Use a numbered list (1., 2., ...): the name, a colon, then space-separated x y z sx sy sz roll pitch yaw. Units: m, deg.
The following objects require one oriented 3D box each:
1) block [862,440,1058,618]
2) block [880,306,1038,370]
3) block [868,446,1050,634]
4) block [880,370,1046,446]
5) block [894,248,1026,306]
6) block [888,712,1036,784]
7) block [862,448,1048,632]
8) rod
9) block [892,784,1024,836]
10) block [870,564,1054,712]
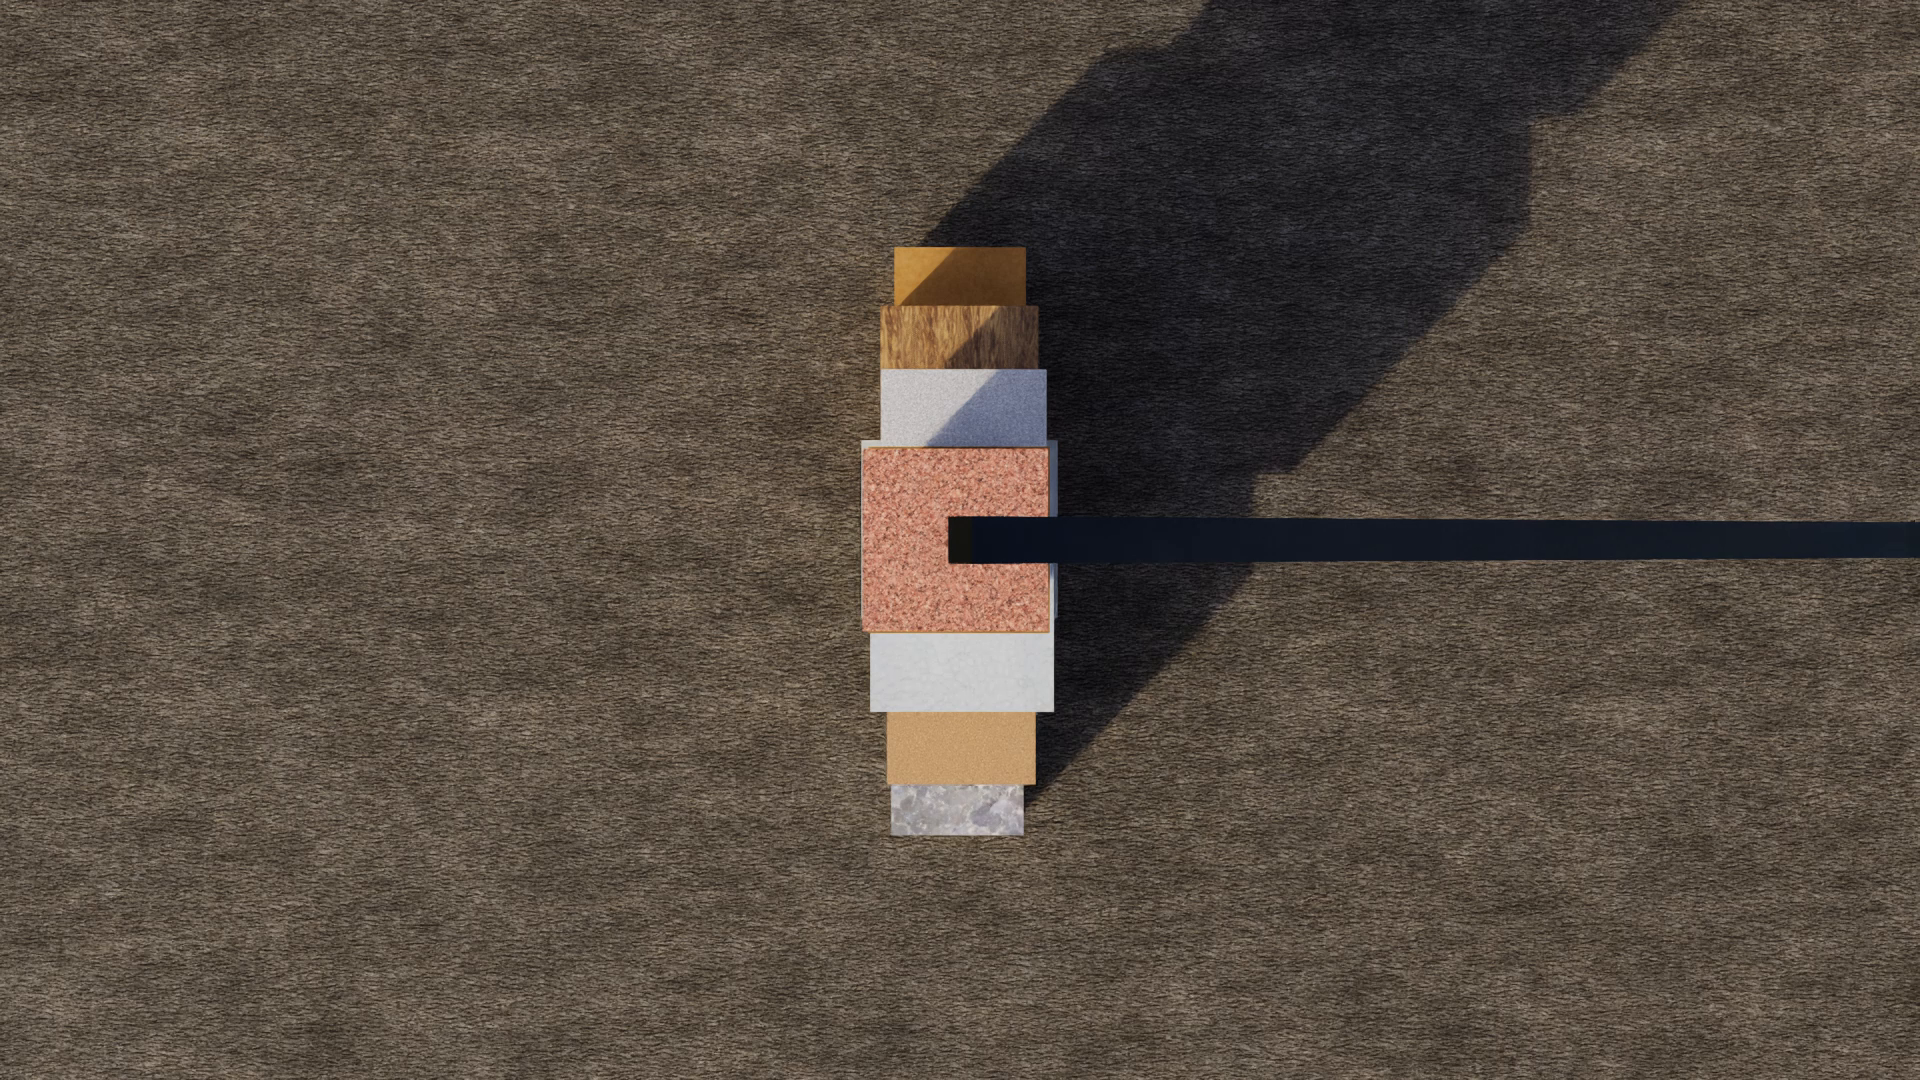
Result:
1. block: -0.003 -0.055 11.532 0.984 1.001 0.891 0 90 0
2. block: -0.003 -0.869 11.878 0.826 0.715 0.717 0 90 0
3. block: -0.003 0.000 9.138 0.719 0.820 0.741 0 90 0
4. block: 0.018 -0.421 10.656 0.774 0.752 0.754 0 90 0
5. block: 0.002 -1.254 12.621 0.731 0.758 0.754 0 90 0
6. block: 0.006 0.822 11.598 0.752 0.873 0.826 0 91 0
7. block: -0.016 0.000 7.827 0.636 0.591 0.625 0 90 0
8. rod: 2.234 0.000 5.049 5.200 0.080 0.080 0 90 -31
9. block: -0.015 1.198 12.573 0.730 0.854 0.866 0 90 0
10. block: 0.011 0.382 10.627 0.853 0.810 0.832 0 90 0
